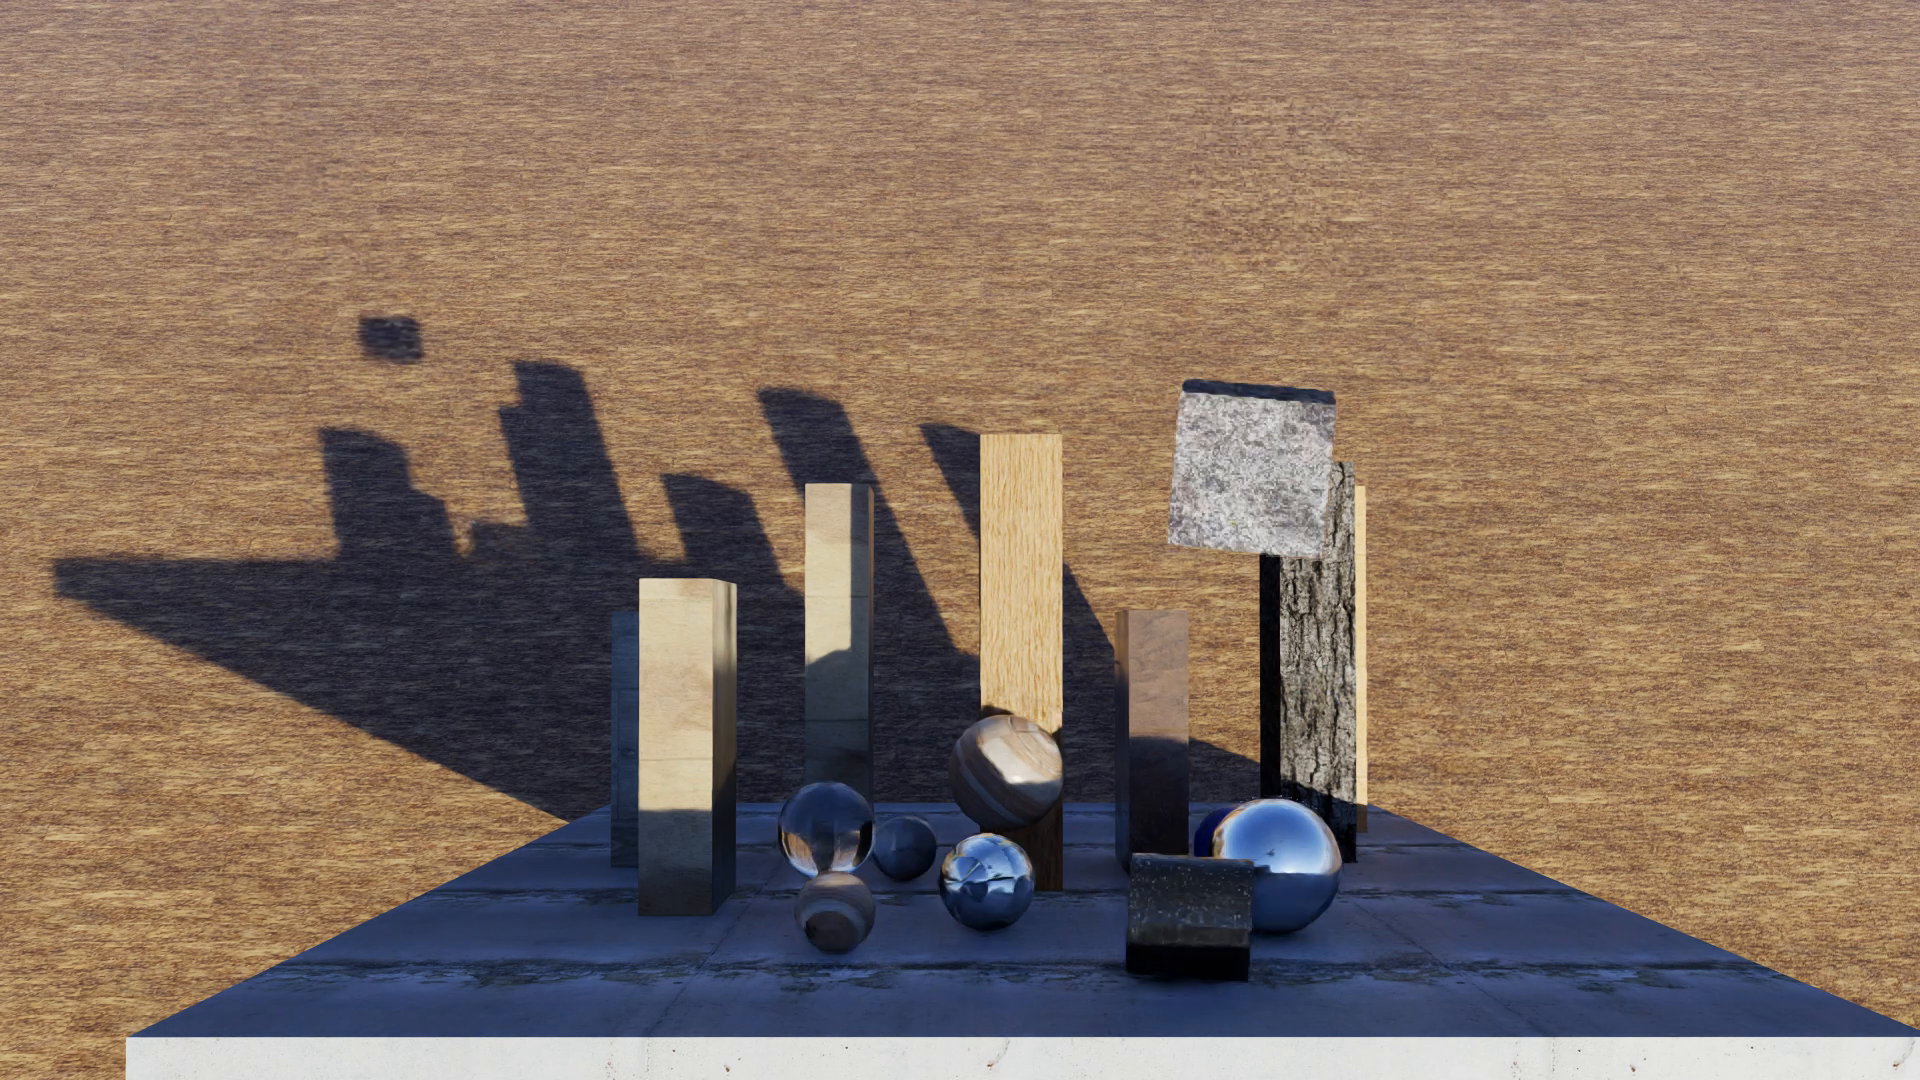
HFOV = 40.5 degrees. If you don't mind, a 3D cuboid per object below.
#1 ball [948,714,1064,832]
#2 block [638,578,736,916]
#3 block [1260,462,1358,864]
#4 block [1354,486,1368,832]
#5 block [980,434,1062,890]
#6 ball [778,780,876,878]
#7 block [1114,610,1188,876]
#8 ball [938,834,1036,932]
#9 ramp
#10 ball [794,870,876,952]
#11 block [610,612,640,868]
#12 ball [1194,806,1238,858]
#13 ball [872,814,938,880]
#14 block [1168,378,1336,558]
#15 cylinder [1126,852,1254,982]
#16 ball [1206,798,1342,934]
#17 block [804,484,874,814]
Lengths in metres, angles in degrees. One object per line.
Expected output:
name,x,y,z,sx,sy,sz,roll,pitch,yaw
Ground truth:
ball,0.078,0.396,4.421,0.198,0.198,0.198,0,36,0
block,-0.451,0.336,4.341,0.116,0.534,0.441,0,-2,0
block,0.698,0.244,5.235,0.147,0.781,0.346,0,-2,0
block,0.868,0.275,6.054,0.095,0.780,0.401,0,-2,0
block,0.107,0.217,4.652,0.143,0.794,0.252,0,-2,0
ball,-0.239,0.521,4.663,0.177,0.177,0.177,0,36,0
block,0.366,0.382,4.997,0.109,0.490,0.435,0,-2,0
ball,0.041,0.514,3.907,0.146,0.146,0.146,0,36,0
ramp,0.079,0.672,4.868,2.000,0.100,4.000,0,-2,0
ball,-0.175,0.520,3.640,0.114,0.114,0.114,0,36,0
block,-0.627,0.388,5.150,0.080,0.489,0.352,0,-2,0
ball,0.480,0.536,4.532,0.147,0.147,0.147,0,36,0
ball,-0.101,0.556,4.708,0.119,0.119,0.119,0,36,0
block,0.308,-0.078,2.741,0.159,0.159,0.159,5,9,6
cylinder,0.296,0.484,3.343,0.155,0.155,0.155,3,36,6
ball,0.466,0.484,3.866,0.202,0.202,0.202,0,36,0
block,-0.248,0.266,5.386,0.127,0.748,0.322,0,-2,0
